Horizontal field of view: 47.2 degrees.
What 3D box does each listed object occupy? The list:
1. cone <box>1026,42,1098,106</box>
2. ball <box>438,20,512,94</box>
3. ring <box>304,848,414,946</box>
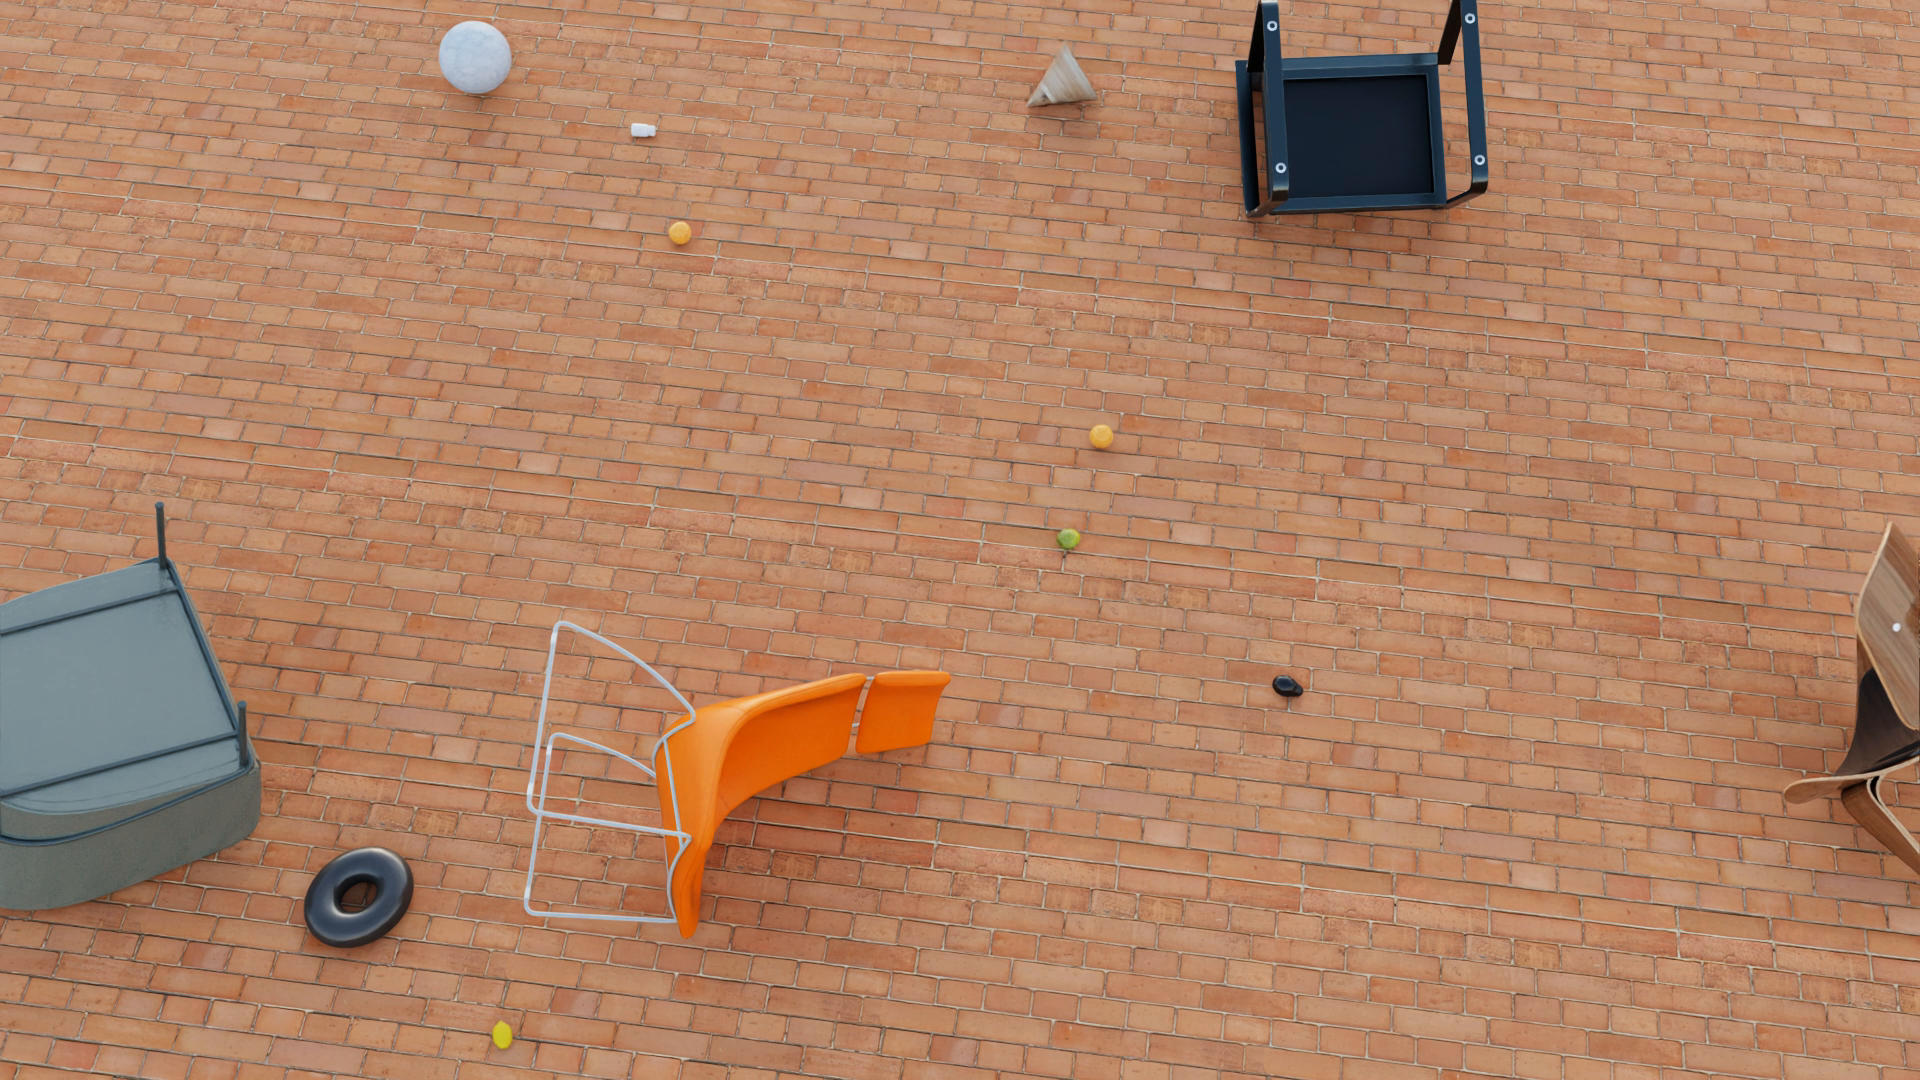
[{"bbox_3d":[0.321,-1.553,7.557,0.229,0.208,0.254,-32,44,9],"label":"cone"},{"bbox_3d":[-1.661,-1.654,7.536,0.245,0.245,0.245,0,56,0],"label":"ball"},{"bbox_3d":[-1.607,0.954,5.880,0.268,0.091,0.306,37,64,23],"label":"ring"}]
